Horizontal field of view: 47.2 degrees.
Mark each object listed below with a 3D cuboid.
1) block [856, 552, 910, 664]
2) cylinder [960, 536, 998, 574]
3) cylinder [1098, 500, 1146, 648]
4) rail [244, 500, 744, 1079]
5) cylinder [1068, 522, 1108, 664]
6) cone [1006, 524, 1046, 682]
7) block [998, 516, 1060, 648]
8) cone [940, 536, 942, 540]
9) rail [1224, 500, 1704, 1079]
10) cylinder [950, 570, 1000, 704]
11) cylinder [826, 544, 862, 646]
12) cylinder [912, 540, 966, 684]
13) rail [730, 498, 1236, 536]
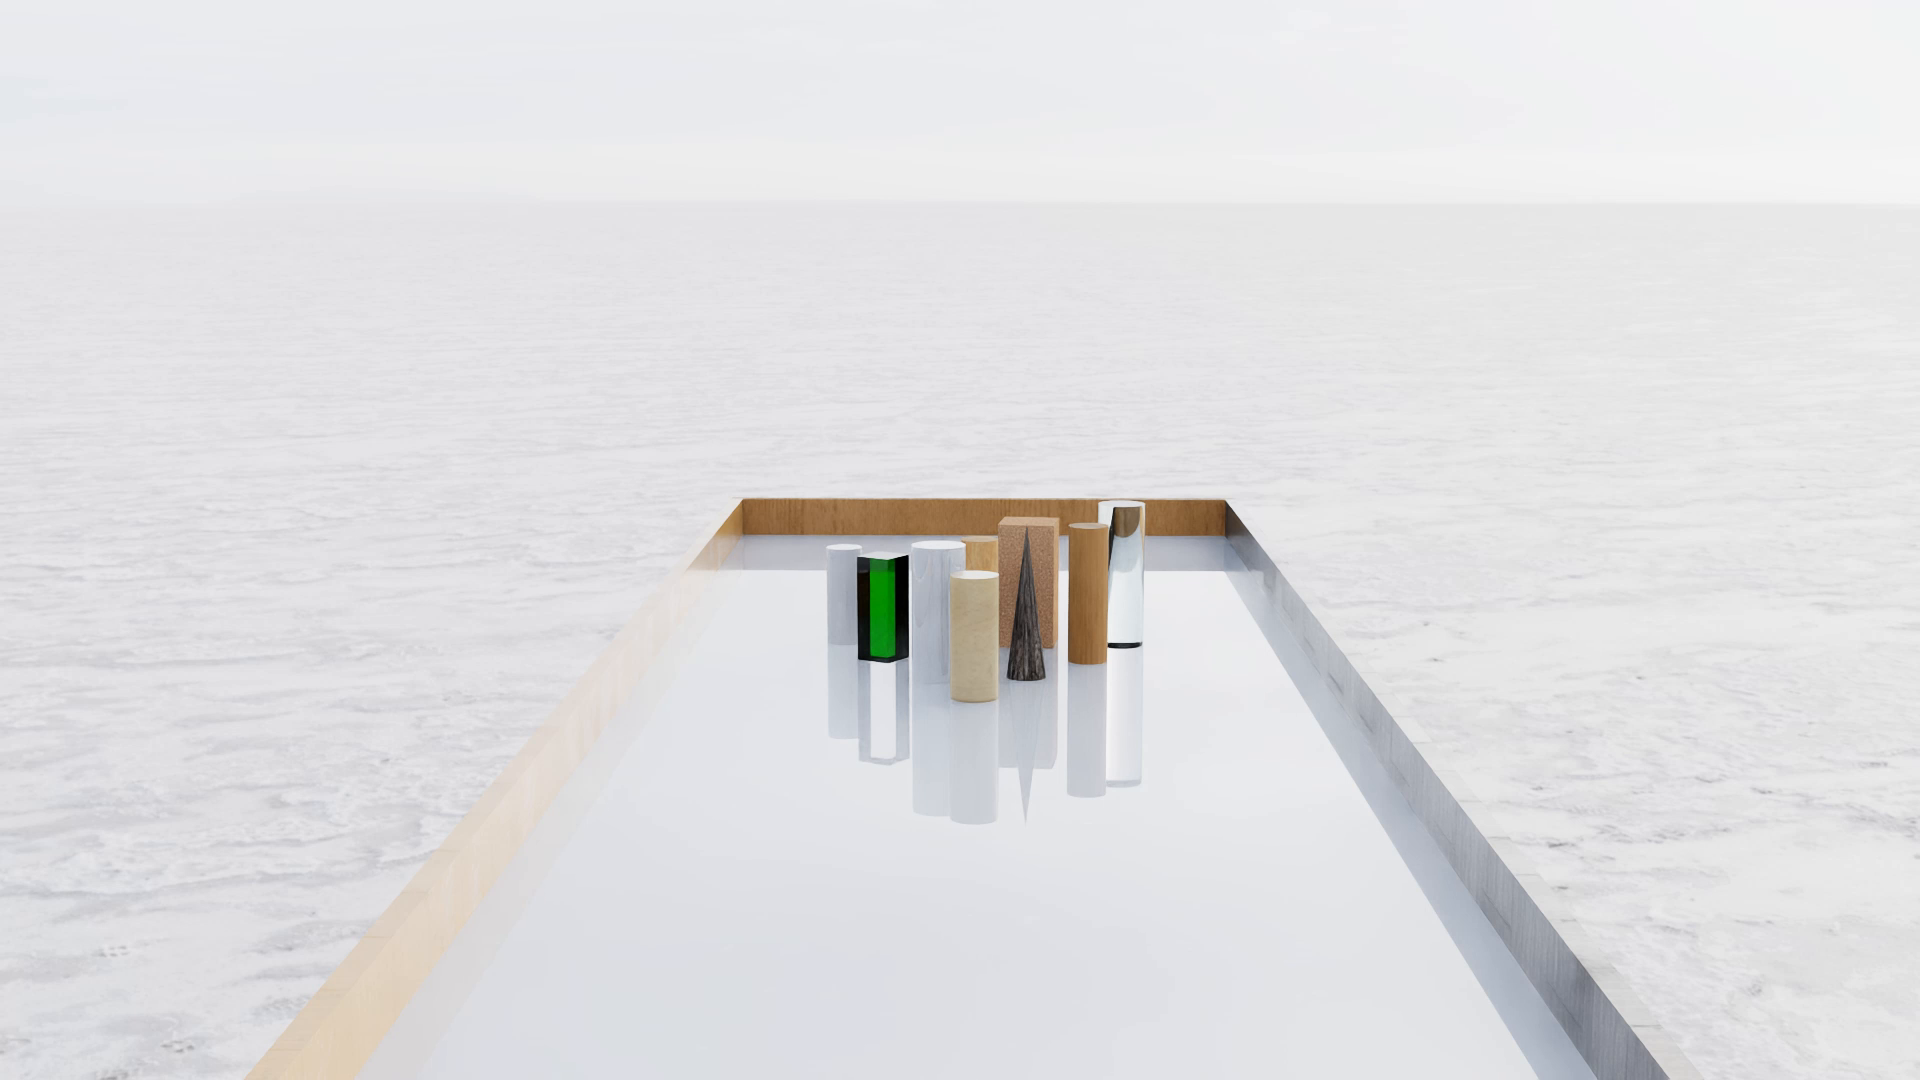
[{"bbox_3d":[-0.234,0.204,6.702,0.113,0.319,0.113,6,11,33],"label":"block"},{"bbox_3d":[0.059,0.181,6.679,0.114,0.373,0.114,0,9,0],"label":"cylinder"},{"bbox_3d":[0.505,0.108,6.900,0.146,0.448,0.146,0,9,0],"label":"cylinder"},{"bbox_3d":[-1.004,0.839,3.234,0.050,0.150,12.000,0,9,1],"label":"rail"},{"bbox_3d":[0.388,0.162,6.663,0.121,0.415,0.121,0,9,0],"label":"cylinder"},{"bbox_3d":[0.195,0.176,6.434,0.116,0.458,0.116,0,9,0],"label":"cone"},{"bbox_3d":[0.216,0.133,6.934,0.174,0.388,0.174,1,9,8],"label":"block"},{"bbox_3d":[-0.059,0.156,6.930,0.120,0.343,0.120,0,9,0],"label":"cone"},{"bbox_3d":[1.046,0.843,3.208,0.050,0.150,12.000,0,9,1],"label":"rail"},{"bbox_3d":[0.041,0.271,6.178,0.138,0.351,0.138,0,9,0],"label":"cylinder"},{"bbox_3d":[-0.365,0.172,6.951,0.112,0.304,0.112,0,9,0],"label":"cylinder"},{"bbox_3d":[-0.062,0.210,6.420,0.158,0.396,0.158,0,9,0],"label":"cylinder"},{"bbox_3d":[0.099,-0.098,9.147,2.100,0.150,0.050,0,9,1],"label":"rail"}]
